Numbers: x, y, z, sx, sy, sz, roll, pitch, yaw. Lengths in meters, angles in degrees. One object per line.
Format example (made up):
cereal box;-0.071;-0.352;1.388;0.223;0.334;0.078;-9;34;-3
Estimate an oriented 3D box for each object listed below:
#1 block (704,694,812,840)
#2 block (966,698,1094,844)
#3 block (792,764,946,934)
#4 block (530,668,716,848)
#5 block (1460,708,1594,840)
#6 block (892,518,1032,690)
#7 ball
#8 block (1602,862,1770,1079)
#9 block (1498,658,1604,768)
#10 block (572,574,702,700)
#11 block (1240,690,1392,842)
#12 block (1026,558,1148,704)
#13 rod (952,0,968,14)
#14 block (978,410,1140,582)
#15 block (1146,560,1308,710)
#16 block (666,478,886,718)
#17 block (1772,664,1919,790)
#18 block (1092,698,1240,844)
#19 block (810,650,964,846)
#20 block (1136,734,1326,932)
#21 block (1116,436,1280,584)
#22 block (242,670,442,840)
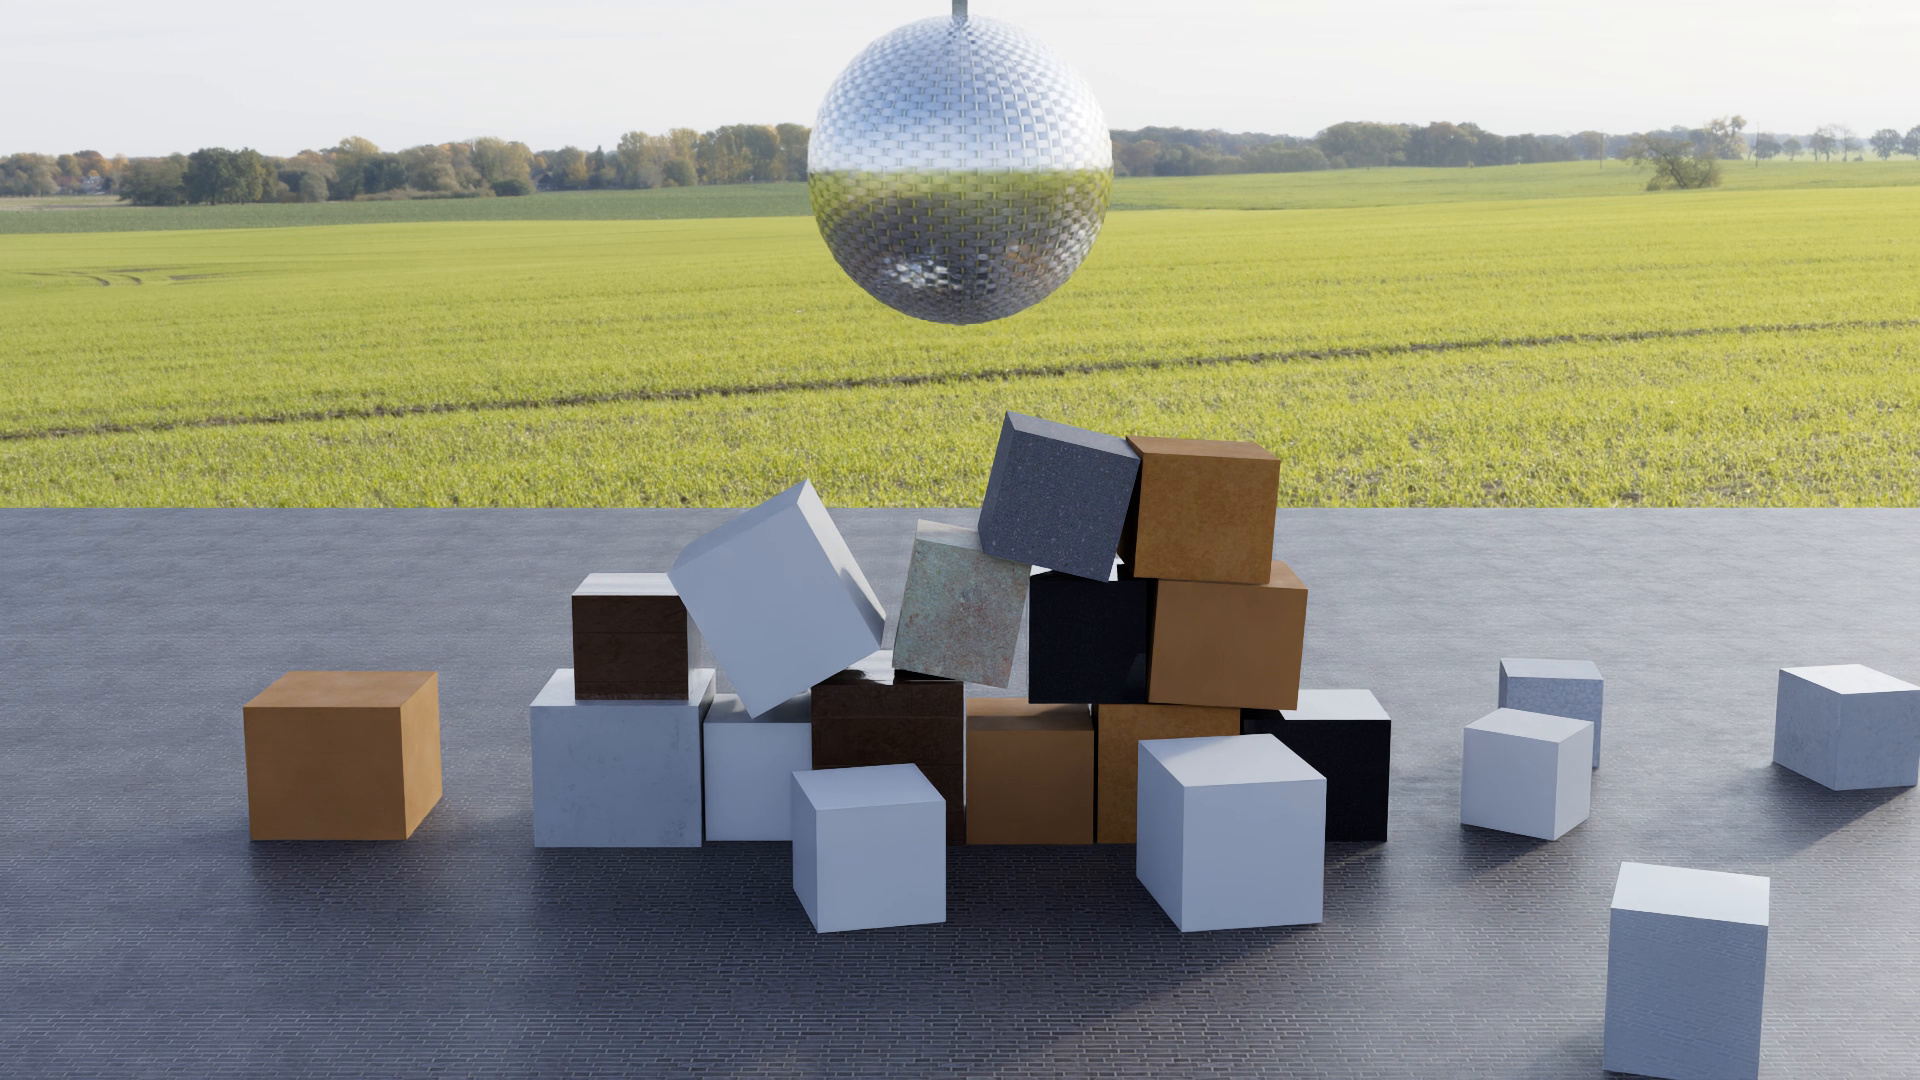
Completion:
block;-1.019;1.170;11.408;0.544;0.616;0.595;0;10;0
block;0.352;1.187;11.382;0.639;0.592;0.660;0;10;0
block;-0.429;1.415;10.183;0.592;0.573;0.625;-3;11;-14
block;-1.721;1.115;11.383;0.839;0.733;0.779;0;10;0
block;2.956;1.211;11.464;0.508;0.515;0.493;7;13;36
block;0.010;0.318;11.233;0.591;0.667;0.579;11;10;-2
ball;0.000;-1.926;11.467;1.600;1.600;1.600;0;10;0
block;2.821;1.676;8.532;0.558;0.649;0.578;4;11;20
block;3.399;0.990;12.696;0.527;0.510;0.462;1;10;8
block;-1.649;0.489;11.276;0.572;0.538;0.561;0;10;0
block;1.795;1.161;11.397;0.740;0.638;0.612;0;10;0
block;0.636;0.459;11.246;0.583;0.629;0.574;0;10;0
rod;0.000;-5.189;10.513;0.080;5.200;0.080;0;16;0
block;0.484;-0.230;11.089;0.632;0.630;0.726;13;10;-4
block;1.322;0.458;11.245;0.740;0.619;0.736;3;10;-2
block;-0.914;0.282;11.200;0.735;0.836;0.798;-29;9;5
block;4.970;1.041;12.320;0.507;0.544;0.601;-2;11;-12
block;1.049;1.122;11.377;0.708;0.722;0.643;0;10;0
block;-0.362;1.064;11.374;0.759;0.836;0.744;0;10;0
block;1.250;1.349;10.254;0.663;0.678;0.779;-2;10;-10
block;1.197;-0.162;11.140;0.681;0.621;0.625;3;10;-4
block;-3.208;1.114;11.496;0.794;0.695;0.765;0;10;0
